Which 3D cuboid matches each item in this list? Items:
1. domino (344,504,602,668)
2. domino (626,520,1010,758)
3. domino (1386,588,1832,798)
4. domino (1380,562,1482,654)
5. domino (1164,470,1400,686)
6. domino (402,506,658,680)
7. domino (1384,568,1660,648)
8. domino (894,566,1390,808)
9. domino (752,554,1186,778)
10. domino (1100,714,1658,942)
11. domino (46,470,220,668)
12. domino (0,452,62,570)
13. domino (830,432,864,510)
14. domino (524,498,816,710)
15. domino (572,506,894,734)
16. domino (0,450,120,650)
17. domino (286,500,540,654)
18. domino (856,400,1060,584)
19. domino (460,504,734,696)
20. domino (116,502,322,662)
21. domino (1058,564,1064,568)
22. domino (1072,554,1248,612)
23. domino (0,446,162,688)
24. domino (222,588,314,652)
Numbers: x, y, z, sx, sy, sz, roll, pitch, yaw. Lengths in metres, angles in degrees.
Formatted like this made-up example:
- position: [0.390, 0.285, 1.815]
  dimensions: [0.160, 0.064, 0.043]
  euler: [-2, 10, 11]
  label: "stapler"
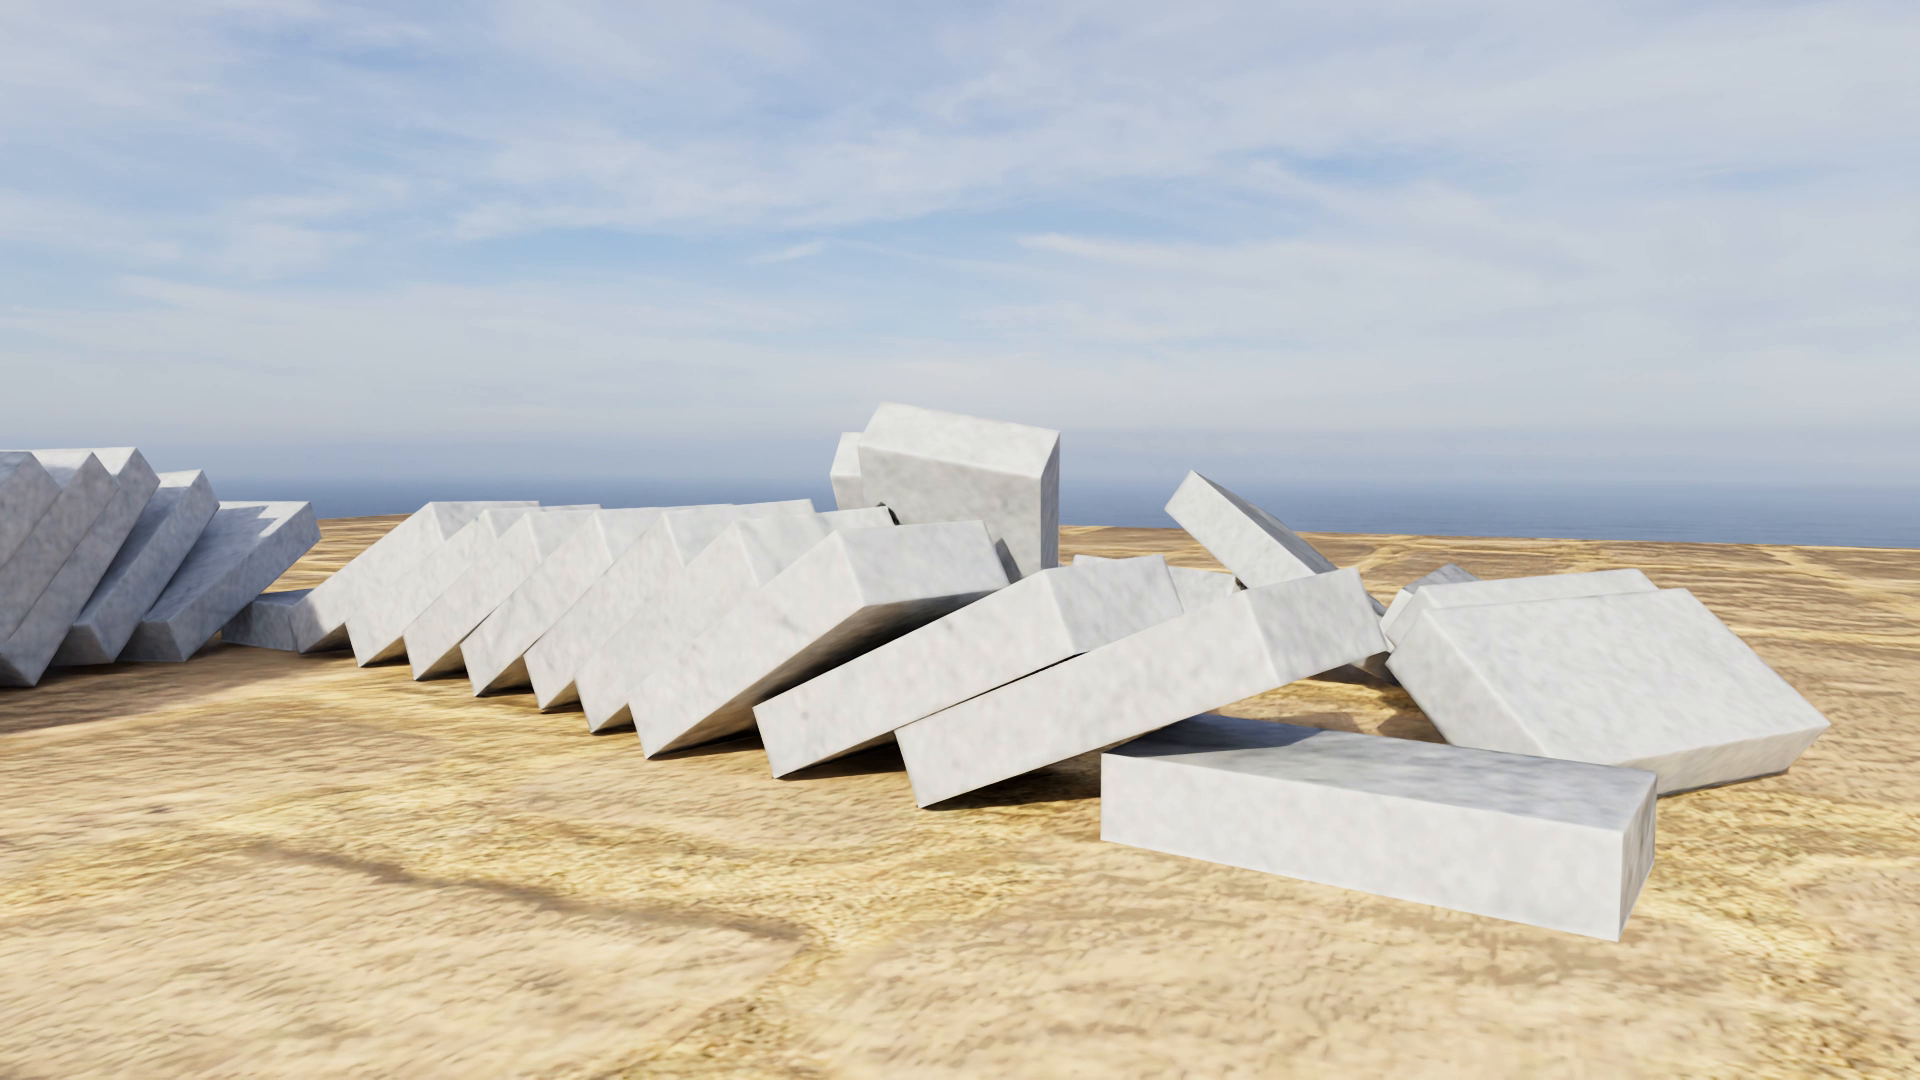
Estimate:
- position: [-0.091, 0.009, 0.242]
  dimensions: [0.050, 0.010, 0.025]
  euler: [-30, -13, 32]
  label: "domino"
- position: [-0.020, 0.014, 0.168]
  dimensions: [0.025, 0.009, 0.050]
  euler: [-5, -23, -47]
  label: "domino"
- position: [0.081, 0.019, 0.160]
  dimensions: [0.050, 0.009, 0.025]
  euler: [-2, 42, -27]
  label: "domino"
- position: [0.087, 0.016, 0.215]
  dimensions: [0.025, 0.009, 0.050]
  euler: [34, 19, 23]
  label: "domino"
- position: [0.061, 0.006, 0.238]
  dimensions: [0.025, 0.010, 0.050]
  euler: [25, 16, -32]
  label: "domino"
- position: [-0.075, 0.010, 0.226]
  dimensions: [0.025, 0.009, 0.050]
  euler: [-5, -21, -48]
  label: "domino"
- position: [0.088, 0.017, 0.183]
  dimensions: [0.050, 0.010, 0.025]
  euler: [-3, 44, -30]
  label: "domino"
- position: [0.019, 0.017, 0.144]
  dimensions: [0.050, 0.009, 0.025]
  euler: [-27, -14, 39]
  label: "domino"
- position: [0.000, 0.016, 0.159]
  dimensions: [0.050, 0.009, 0.025]
  euler: [-27, -14, 37]
  label: "domino"
- position: [0.043, 0.028, 0.134]
  dimensions: [0.050, 0.010, 0.025]
  euler: [3, 5, 35]
  label: "domino"
- position: [-0.170, 0.005, 0.253]
  dimensions: [0.025, 0.009, 0.050]
  euler: [-5, 37, -1]
  label: "domino"
- position: [-0.173, 0.006, 0.208]
  dimensions: [0.025, 0.009, 0.050]
  euler: [1, 48, 6]
  label: "domino"
- position: [-0.003, 0.005, 0.204]
  dimensions: [0.025, 0.050, 0.009]
  euler: [1, 45, 10]
  label: "domino"
- position: [-0.044, 0.010, 0.196]
  dimensions: [0.025, 0.009, 0.050]
  euler: [-7, -21, -44]
  label: "domino"
- position: [-0.032, 0.012, 0.181]
  dimensions: [0.025, 0.009, 0.050]
  euler: [-7, -21, -44]
  label: "domino"
- position: [-0.172, 0.005, 0.221]
  dimensions: [0.025, 0.010, 0.050]
  euler: [1, 48, 6]
  label: "domino"
- position: [-0.107, 0.008, 0.254]
  dimensions: [0.050, 0.009, 0.025]
  euler: [-29, -13, 28]
  label: "domino"
- position: [0.001, 0.004, 0.186]
  dimensions: [0.025, 0.050, 0.010]
  euler: [11, 46, 15]
  label: "domino"
- position: [-0.059, 0.010, 0.211]
  dimensions: [0.025, 0.009, 0.050]
  euler: [-6, -22, -47]
  label: "domino"
- position: [-0.161, 0.007, 0.271]
  dimensions: [0.025, 0.009, 0.050]
  euler: [0, 29, 7]
  label: "domino"
- position: [0.011, 0.008, 0.244]
  dimensions: [0.050, 0.009, 0.025]
  euler: [22, -8, -1]
  label: "domino"
- position: [0.046, 0.014, 0.259]
  dimensions: [0.025, 0.009, 0.050]
  euler: [25, -9, -29]
  label: "domino"
- position: [-0.172, 0.004, 0.236]
  dimensions: [0.025, 0.010, 0.050]
  euler: [-1, 48, 3]
  label: "domino"
- position: [-0.136, 0.016, 0.291]
  dimensions: [0.025, 0.010, 0.050]
  euler: [2, 5, 30]
  label: "domino"
